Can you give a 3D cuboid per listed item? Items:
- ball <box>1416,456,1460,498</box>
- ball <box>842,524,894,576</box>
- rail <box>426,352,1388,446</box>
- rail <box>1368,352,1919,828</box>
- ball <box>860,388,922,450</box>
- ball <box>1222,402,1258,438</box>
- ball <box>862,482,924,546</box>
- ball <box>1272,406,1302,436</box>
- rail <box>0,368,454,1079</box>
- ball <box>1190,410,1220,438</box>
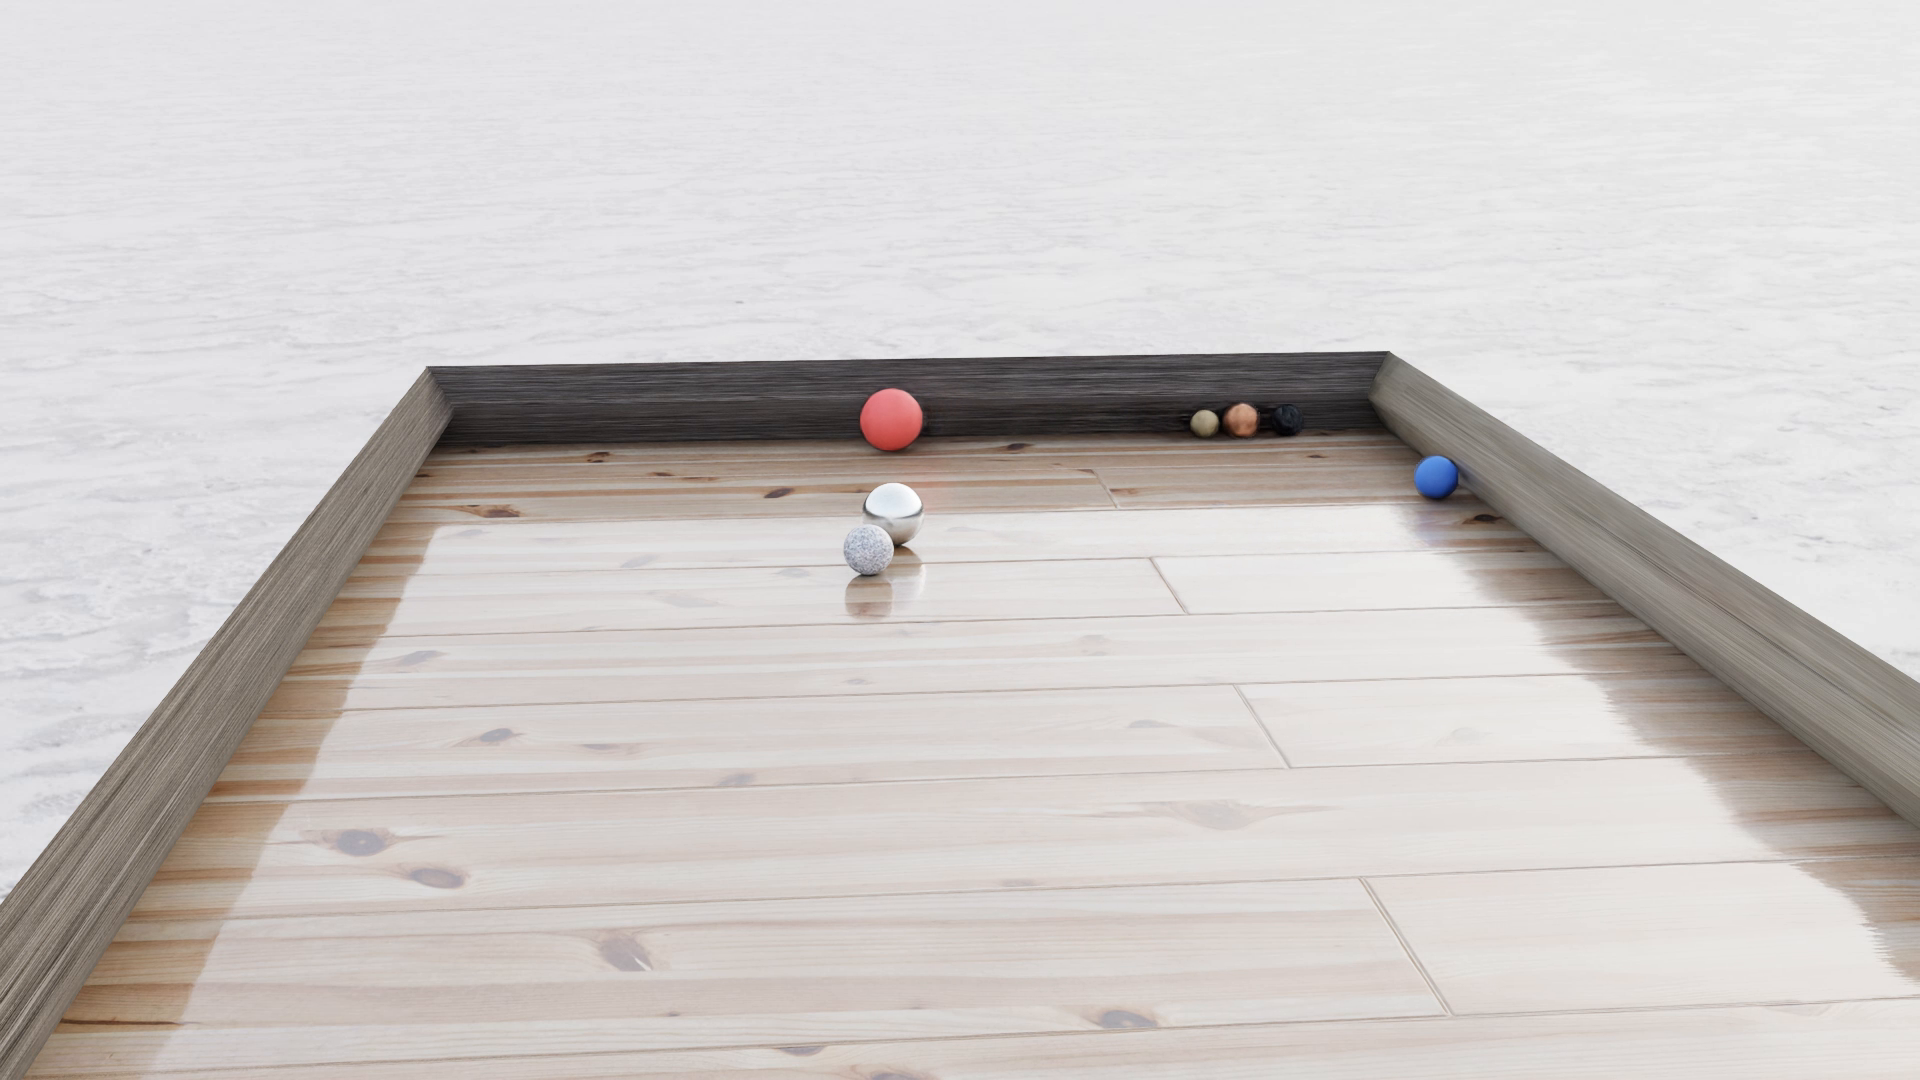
[{"bbox_3d":[0.669,-0.087,3.080,0.059,0.059,0.059,0,15,0],"label":"ball"},{"bbox_3d":[-0.113,0.012,2.702,0.062,0.062,0.062,0,15,0],"label":"ball"},{"bbox_3d":[-0.065,-0.219,3.443,1.515,0.124,0.045,-1,15,-5],"label":"rail"},{"bbox_3d":[0.798,0.143,2.088,0.045,0.124,2.997,-1,15,-5],"label":"rail"},{"bbox_3d":[-0.105,-0.184,3.374,0.096,0.096,0.096,0,15,0],"label":"ball"},{"bbox_3d":[0.441,-0.188,3.461,0.057,0.057,0.057,0,15,0],"label":"ball"},{"bbox_3d":[-0.086,-0.033,2.834,0.081,0.081,0.081,0,15,0],"label":"ball"},{"bbox_3d":[0.517,-0.187,3.478,0.048,0.048,0.048,0,15,0],"label":"ball"},{"bbox_3d":[-0.664,0.177,1.960,0.045,0.124,2.997,-1,15,-5],"label":"rail"},{"bbox_3d":[0.386,-0.183,3.464,0.046,0.046,0.046,0,15,0],"label":"ball"}]
